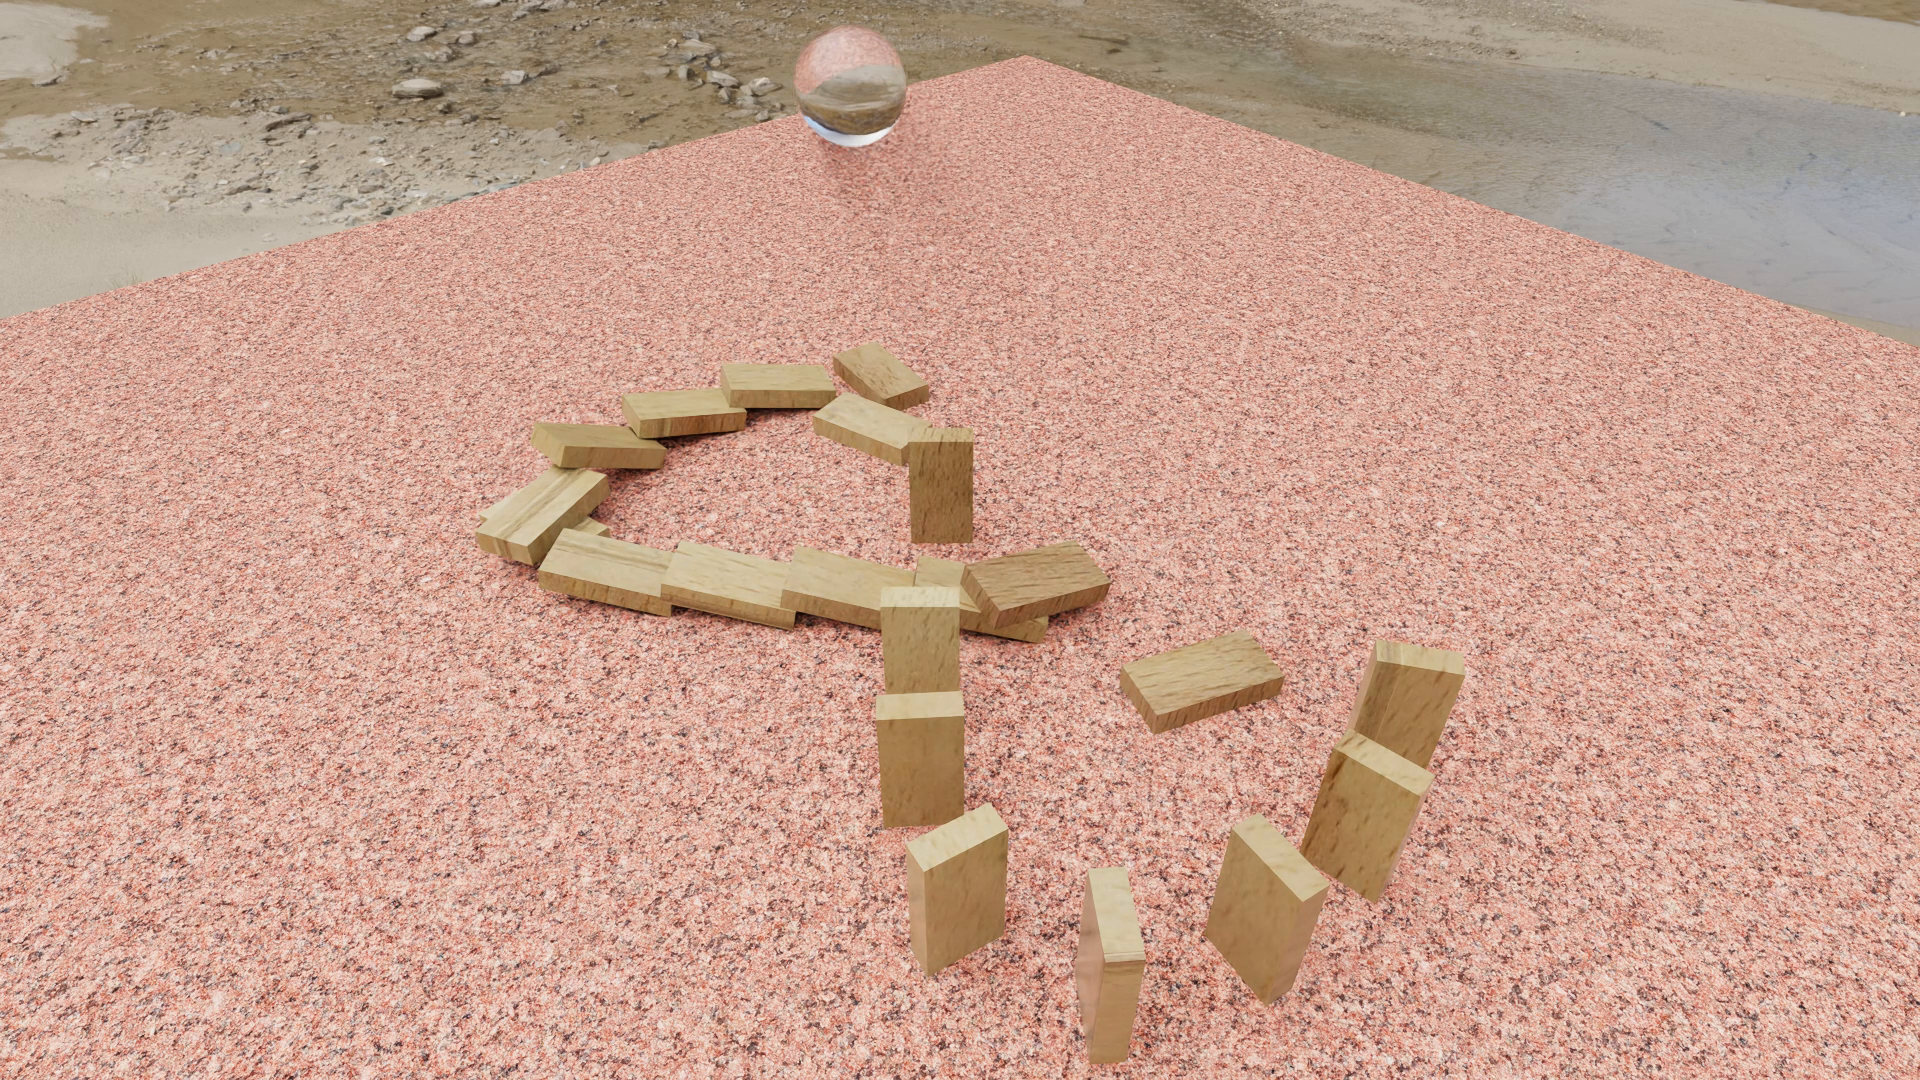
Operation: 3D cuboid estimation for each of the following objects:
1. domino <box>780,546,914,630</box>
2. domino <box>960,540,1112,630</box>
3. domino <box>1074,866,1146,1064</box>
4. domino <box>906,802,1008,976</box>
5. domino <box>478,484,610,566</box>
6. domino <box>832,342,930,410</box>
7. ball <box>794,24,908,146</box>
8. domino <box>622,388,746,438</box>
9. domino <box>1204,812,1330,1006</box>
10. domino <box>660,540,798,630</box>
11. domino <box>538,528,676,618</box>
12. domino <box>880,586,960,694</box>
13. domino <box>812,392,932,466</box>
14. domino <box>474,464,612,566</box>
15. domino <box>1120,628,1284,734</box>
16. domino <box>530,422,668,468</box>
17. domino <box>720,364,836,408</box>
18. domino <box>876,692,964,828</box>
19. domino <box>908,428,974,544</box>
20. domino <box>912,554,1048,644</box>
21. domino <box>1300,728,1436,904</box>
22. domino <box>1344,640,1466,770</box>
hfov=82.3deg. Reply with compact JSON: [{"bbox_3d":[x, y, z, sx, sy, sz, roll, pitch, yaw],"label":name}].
[{"bbox_3d":[-0.040,0.019,0.412,0.050,0.009,0.025,13,40,-4],"label":"domino"},{"bbox_3d":[0.028,0.016,0.408,0.050,0.010,0.025,-12,46,-29],"label":"domino"},{"bbox_3d":[0.037,0.109,0.279,0.009,0.050,0.025,-3,39,-3],"label":"domino"},{"bbox_3d":[-0.001,0.095,0.296,0.025,0.050,0.009,-21,44,-24],"label":"domino"},{"bbox_3d":[-0.169,-0.004,0.449,0.050,0.009,0.025,24,45,27],"label":"domino"},{"bbox_3d":[-0.039,-0.080,0.541,0.025,0.010,0.050,-23,45,-26],"label":"domino"},{"bbox_3d":[-0.078,-0.321,0.780,0.080,0.080,0.080,0,39,0],"label":"ball"},{"bbox_3d":[-0.127,-0.059,0.506,0.050,0.009,0.025,-9,38,-33],"label":"domino"},{"bbox_3d":[0.080,0.098,0.291,0.010,0.050,0.025,-21,44,-24],"label":"domino"},{"bbox_3d":[-0.084,0.017,0.415,0.050,0.010,0.025,13,40,-3],"label":"domino"},{"bbox_3d":[-0.131,0.012,0.420,0.050,0.009,0.025,13,40,-3],"label":"domino"},{"bbox_3d":[-0.013,0.037,0.366,0.025,0.050,0.010,0,39,0],"label":"domino"},{"bbox_3d":[-0.040,-0.052,0.506,0.050,0.010,0.025,22,44,25],"label":"domino"},{"bbox_3d":[-0.167,-0.011,0.442,0.025,0.010,0.050,14,41,17],"label":"domino"},{"bbox_3d":[0.084,0.049,0.384,0.050,0.010,0.025,-14,41,-16],"label":"domino"},{"bbox_3d":[-0.156,-0.041,0.476,0.025,0.010,0.050,32,22,33],"label":"domino"},{"bbox_3d":[-0.087,-0.074,0.525,0.050,0.009,0.025,-3,38,-23],"label":"domino"},{"bbox_3d":[-0.012,0.067,0.330,0.025,0.050,0.009,-2,39,-3],"label":"domino"},{"bbox_3d":[-0.007,-0.021,0.437,0.025,0.050,0.010,0,39,0],"label":"domino"},{"bbox_3d":[0.007,0.022,0.409,0.050,0.010,0.025,11,39,-5],"label":"domino"},{"bbox_3d":[0.115,0.079,0.314,0.025,0.050,0.009,29,48,31],"label":"domino"},{"bbox_3d":[0.138,0.054,0.345,0.025,0.050,0.009,9,40,11],"label":"domino"}]
